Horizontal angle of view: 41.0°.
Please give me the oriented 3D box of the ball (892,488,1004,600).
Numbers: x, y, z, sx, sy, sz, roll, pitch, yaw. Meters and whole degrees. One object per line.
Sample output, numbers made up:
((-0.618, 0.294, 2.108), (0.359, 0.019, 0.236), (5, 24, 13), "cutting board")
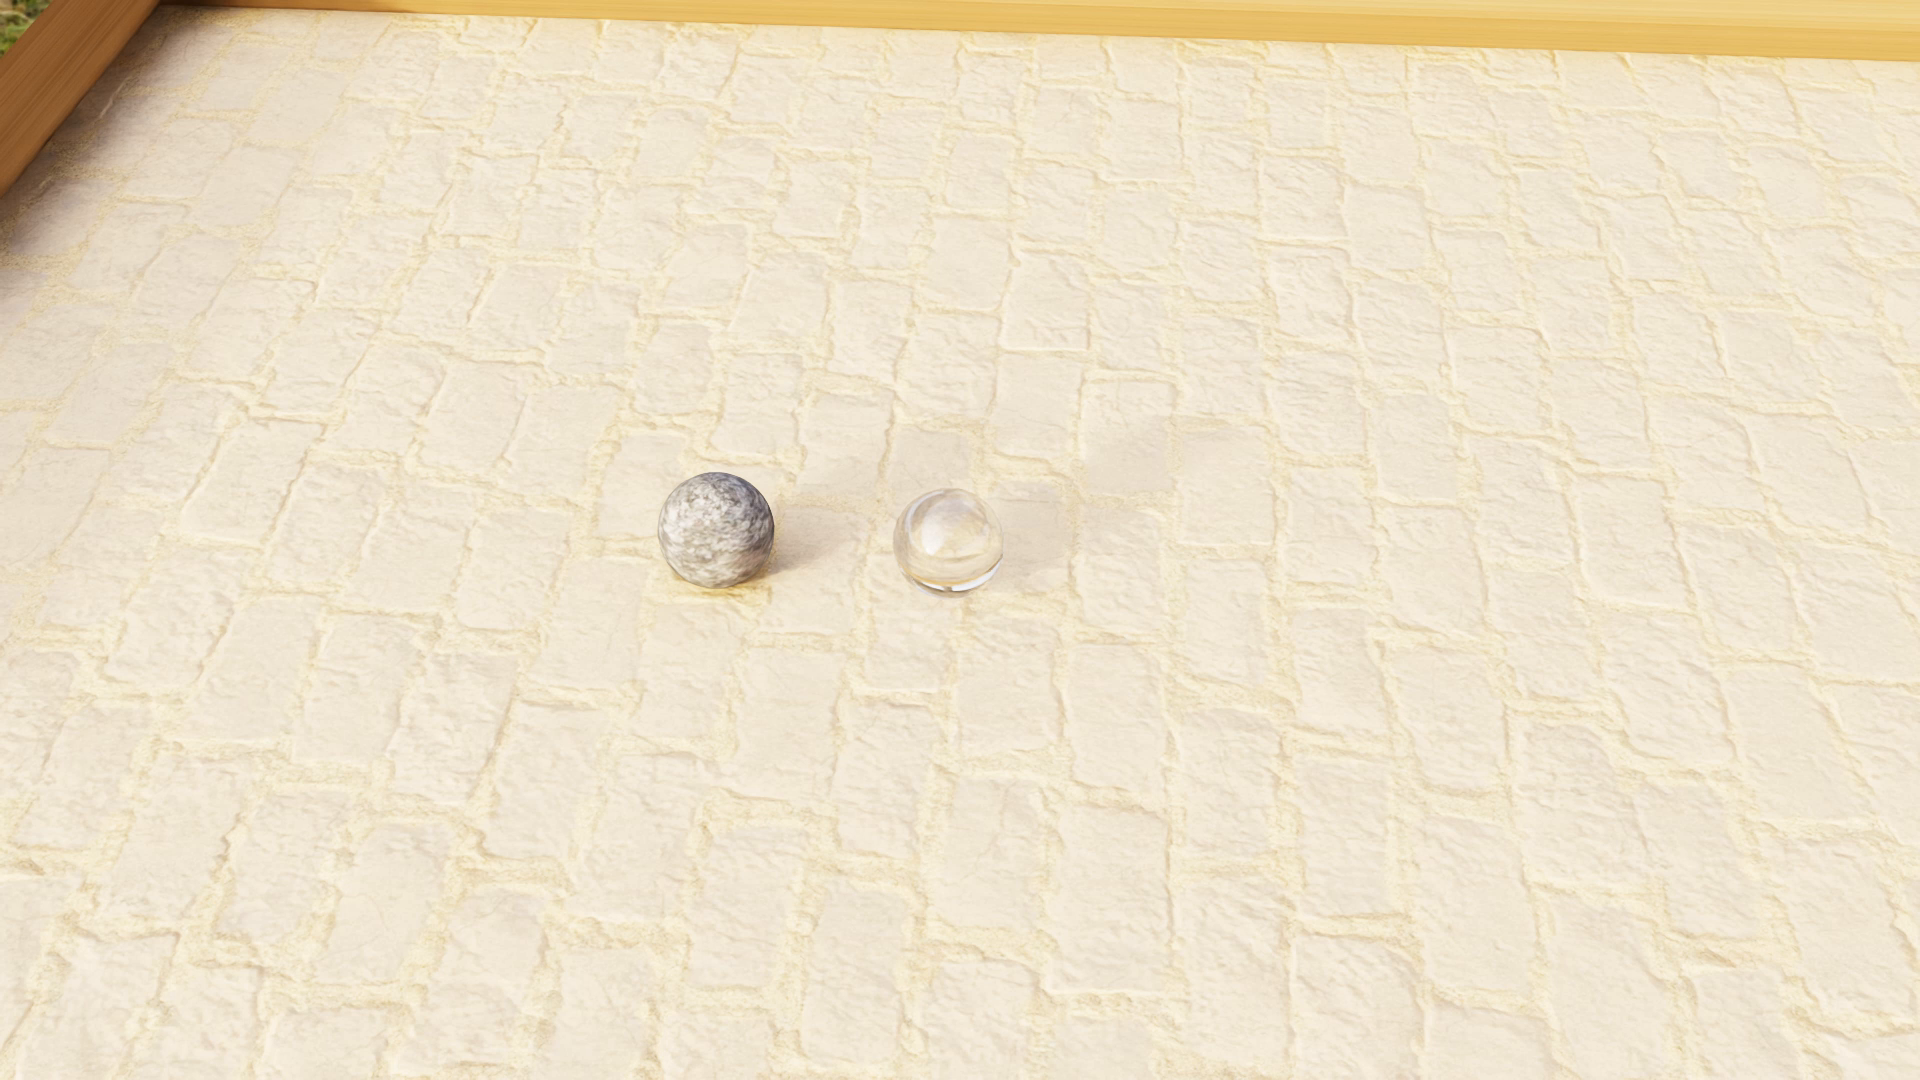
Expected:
((-0.008, 0.002, 1.754), (0.077, 0.077, 0.077), (0, 35, 0), "ball")

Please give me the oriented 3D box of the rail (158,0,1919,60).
((0.950, -0.492, 2.426), (3.531, 0.105, 0.045), (3, 35, 4), "rail")

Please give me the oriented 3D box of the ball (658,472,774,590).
((-0.168, -0.007, 1.764), (0.081, 0.081, 0.081), (0, 35, 0), "ball")

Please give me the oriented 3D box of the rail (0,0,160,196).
((-0.857, -0.050, 1.802), (0.045, 0.105, 1.850), (3, 35, 4), "rail")
